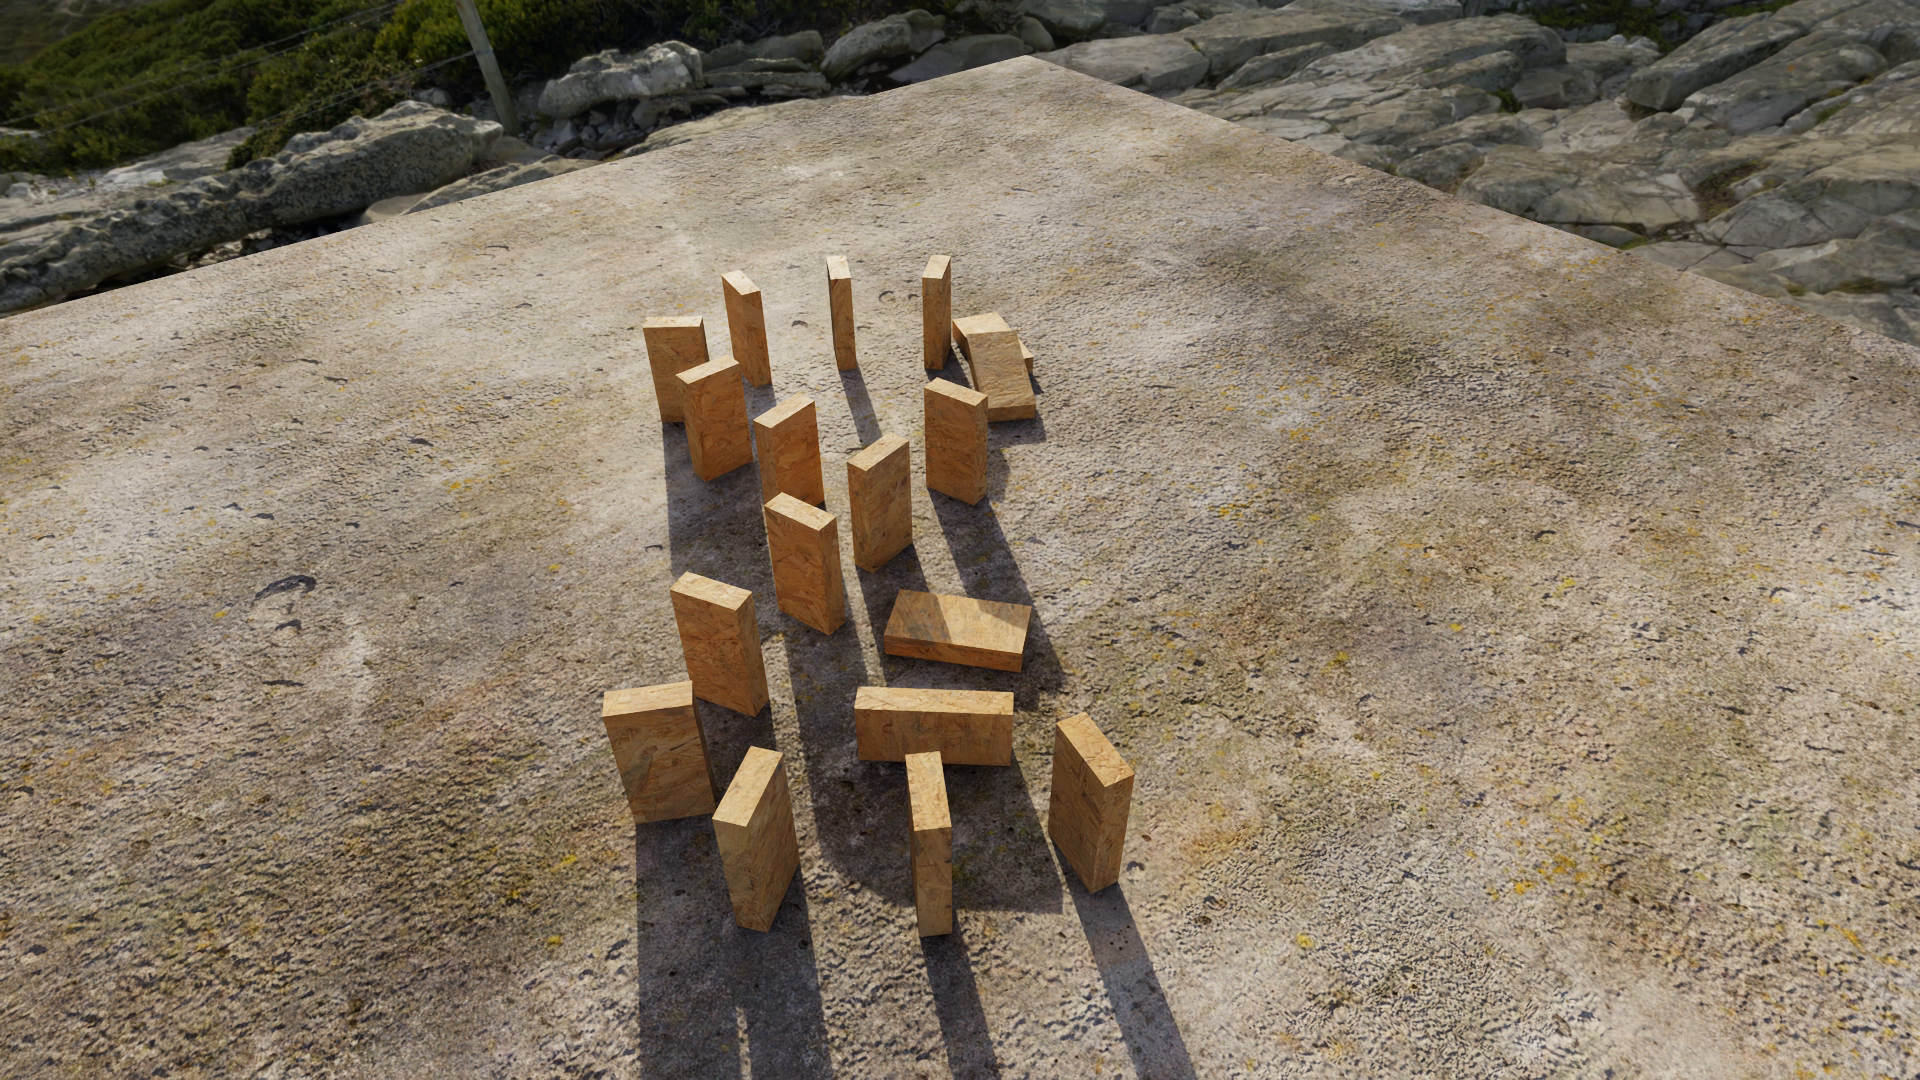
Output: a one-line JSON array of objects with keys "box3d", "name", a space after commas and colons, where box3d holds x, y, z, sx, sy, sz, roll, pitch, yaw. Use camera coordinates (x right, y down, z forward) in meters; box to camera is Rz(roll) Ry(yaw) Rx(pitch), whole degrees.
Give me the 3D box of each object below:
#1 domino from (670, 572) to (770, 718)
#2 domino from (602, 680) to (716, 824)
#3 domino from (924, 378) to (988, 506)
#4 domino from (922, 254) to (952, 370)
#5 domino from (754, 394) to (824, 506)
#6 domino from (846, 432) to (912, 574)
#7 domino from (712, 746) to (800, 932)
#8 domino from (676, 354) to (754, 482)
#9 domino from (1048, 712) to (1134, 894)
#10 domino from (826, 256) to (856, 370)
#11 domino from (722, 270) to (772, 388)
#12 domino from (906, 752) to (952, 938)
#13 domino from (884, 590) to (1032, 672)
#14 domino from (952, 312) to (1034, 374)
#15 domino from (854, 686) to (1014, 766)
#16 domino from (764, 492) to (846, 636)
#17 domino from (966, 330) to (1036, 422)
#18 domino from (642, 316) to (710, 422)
[{"box3d": [-0.080, 0.036, 0.368, 0.025, 0.050, 0.009, 15, 42, 18], "name": "domino"}, {"box3d": [-0.090, 0.065, 0.332, 0.025, 0.050, 0.009, -7, 40, -8], "name": "domino"}, {"box3d": [-0.002, -0.041, 0.461, 0.025, 0.050, 0.009, 23, 45, 25], "name": "domino"}, {"box3d": [-0.011, -0.114, 0.550, 0.009, 0.050, 0.025, 6, 40, 8], "name": "domino"}, {"box3d": [-0.069, -0.032, 0.451, 0.009, 0.050, 0.025, 25, 46, 28], "name": "domino"}, {"box3d": [-0.031, -0.014, 0.429, 0.009, 0.050, 0.025, 26, 46, 28], "name": "domino"}, {"box3d": [-0.056, 0.084, 0.308, 0.010, 0.050, 0.025, 10, 40, 12], "name": "domino"}, {"box3d": [-0.105, -0.052, 0.475, 0.025, 0.050, 0.009, -30, 48, -31], "name": "domino"}, {"box3d": [0.037, 0.076, 0.318, 0.010, 0.050, 0.025, -18, 43, -21], "name": "domino"}, {"box3d": [-0.059, -0.113, 0.550, 0.009, 0.050, 0.025, -7, 40, -8], "name": "domino"}, {"box3d": [-0.104, -0.103, 0.537, 0.010, 0.050, 0.025, -21, 44, -24], "name": "domino"}, {"box3d": [-0.009, 0.085, 0.307, 0.009, 0.050, 0.025, -5, 40, -6], "name": "domino"}, {"box3d": [0.000, 0.033, 0.403, 0.050, 0.009, 0.025, 7, 40, 8], "name": "domino"}, {"box3d": [0.016, -0.100, 0.565, 0.025, 0.010, 0.050, -13, 41, -15], "name": "domino"}, {"box3d": [-0.008, 0.061, 0.357, 0.050, 0.025, 0.009, 2, 39, 2], "name": "domino"}, {"box3d": [-0.056, 0.009, 0.400, 0.025, 0.050, 0.009, 23, 45, 26], "name": "domino"}, {"box3d": [0.019, -0.079, 0.531, 0.025, 0.009, 0.050, -6, 55, -7], "name": "domino"}, {"box3d": [-0.128, -0.078, 0.507, 0.025, 0.050, 0.010, -2, 39, -2], "name": "domino"}]
